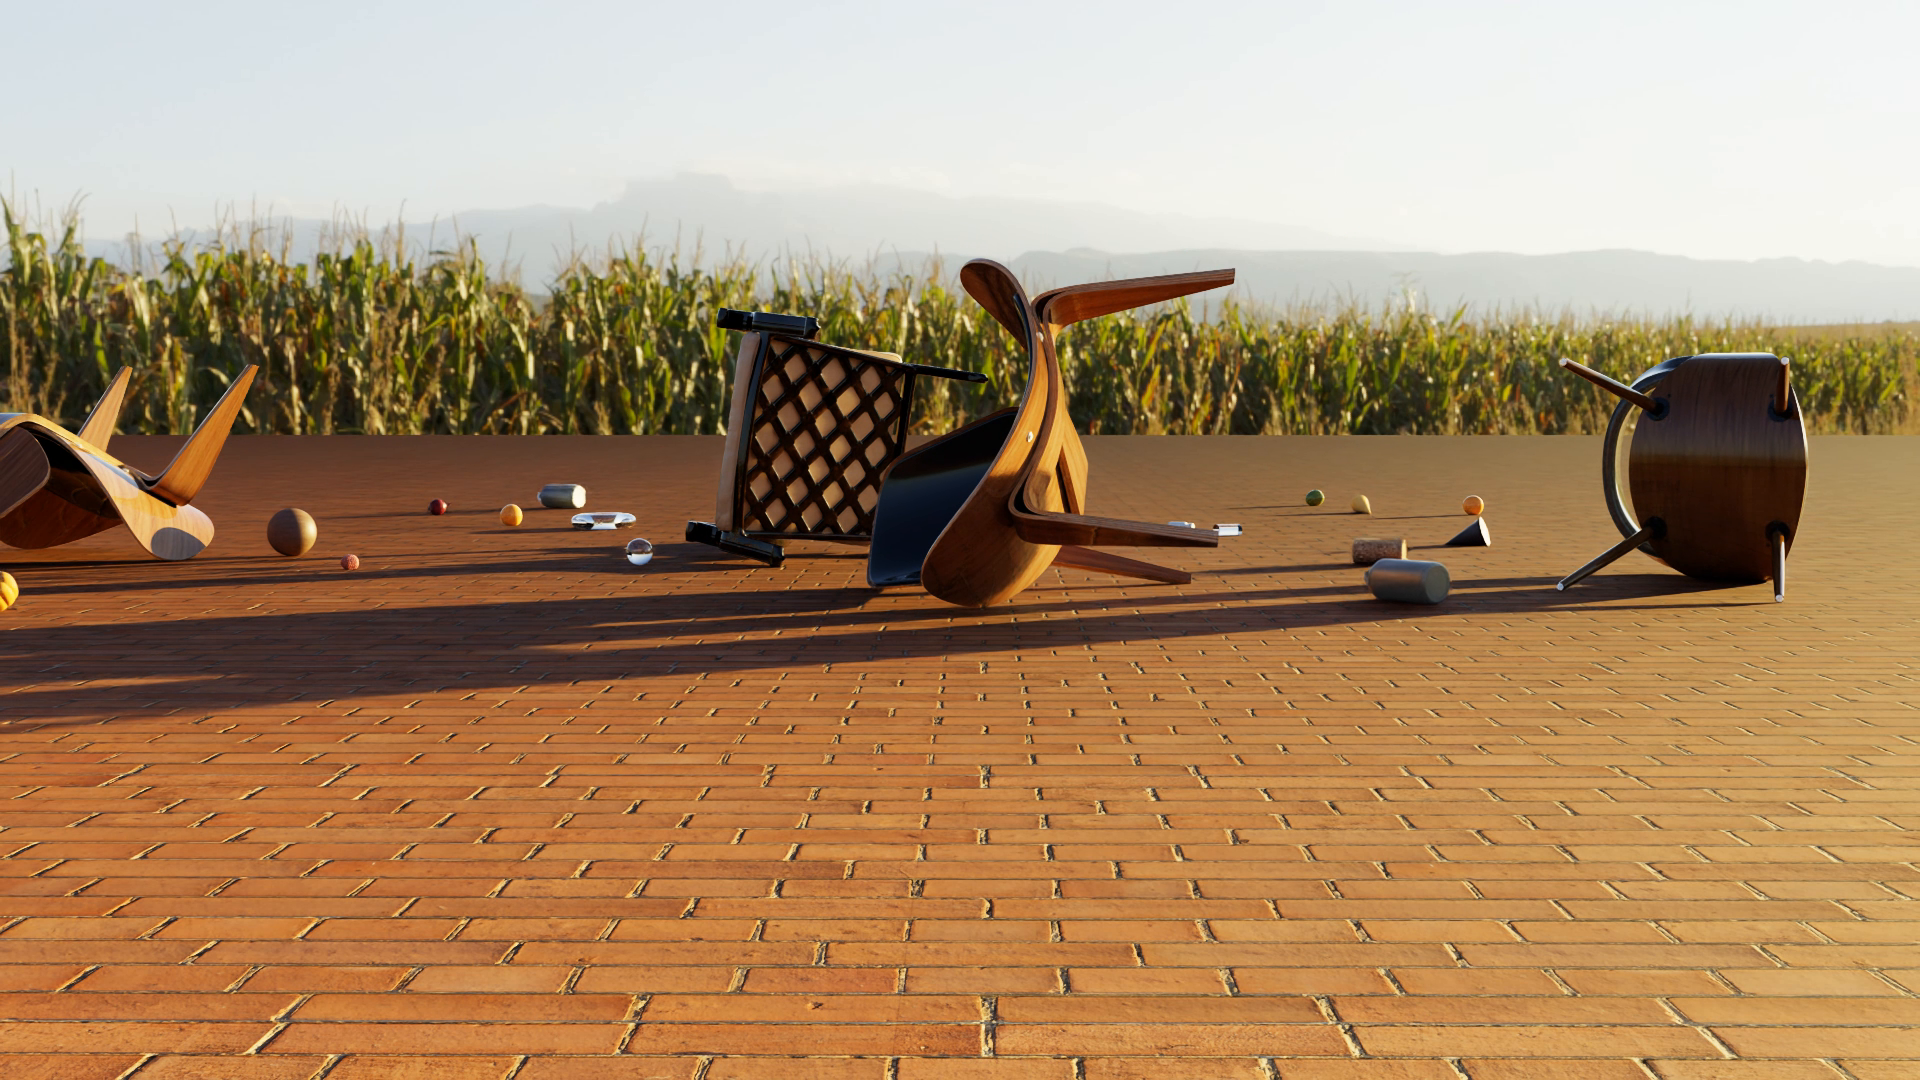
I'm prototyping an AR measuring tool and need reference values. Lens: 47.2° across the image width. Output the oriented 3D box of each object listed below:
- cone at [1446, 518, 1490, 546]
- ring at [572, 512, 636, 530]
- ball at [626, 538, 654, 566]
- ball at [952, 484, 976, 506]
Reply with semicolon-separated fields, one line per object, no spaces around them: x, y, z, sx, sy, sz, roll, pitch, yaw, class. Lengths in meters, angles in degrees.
1.454;-0.006;6.338;0.122;0.082;0.090;-19;26;24;cone
-1.149;-0.061;7.094;0.207;0.049;0.213;1;4;25;ring
-0.817;0.030;5.601;0.069;0.069;0.069;0;4;0;ball
0.015;-0.173;8.404;0.090;0.090;0.090;0;4;0;ball
